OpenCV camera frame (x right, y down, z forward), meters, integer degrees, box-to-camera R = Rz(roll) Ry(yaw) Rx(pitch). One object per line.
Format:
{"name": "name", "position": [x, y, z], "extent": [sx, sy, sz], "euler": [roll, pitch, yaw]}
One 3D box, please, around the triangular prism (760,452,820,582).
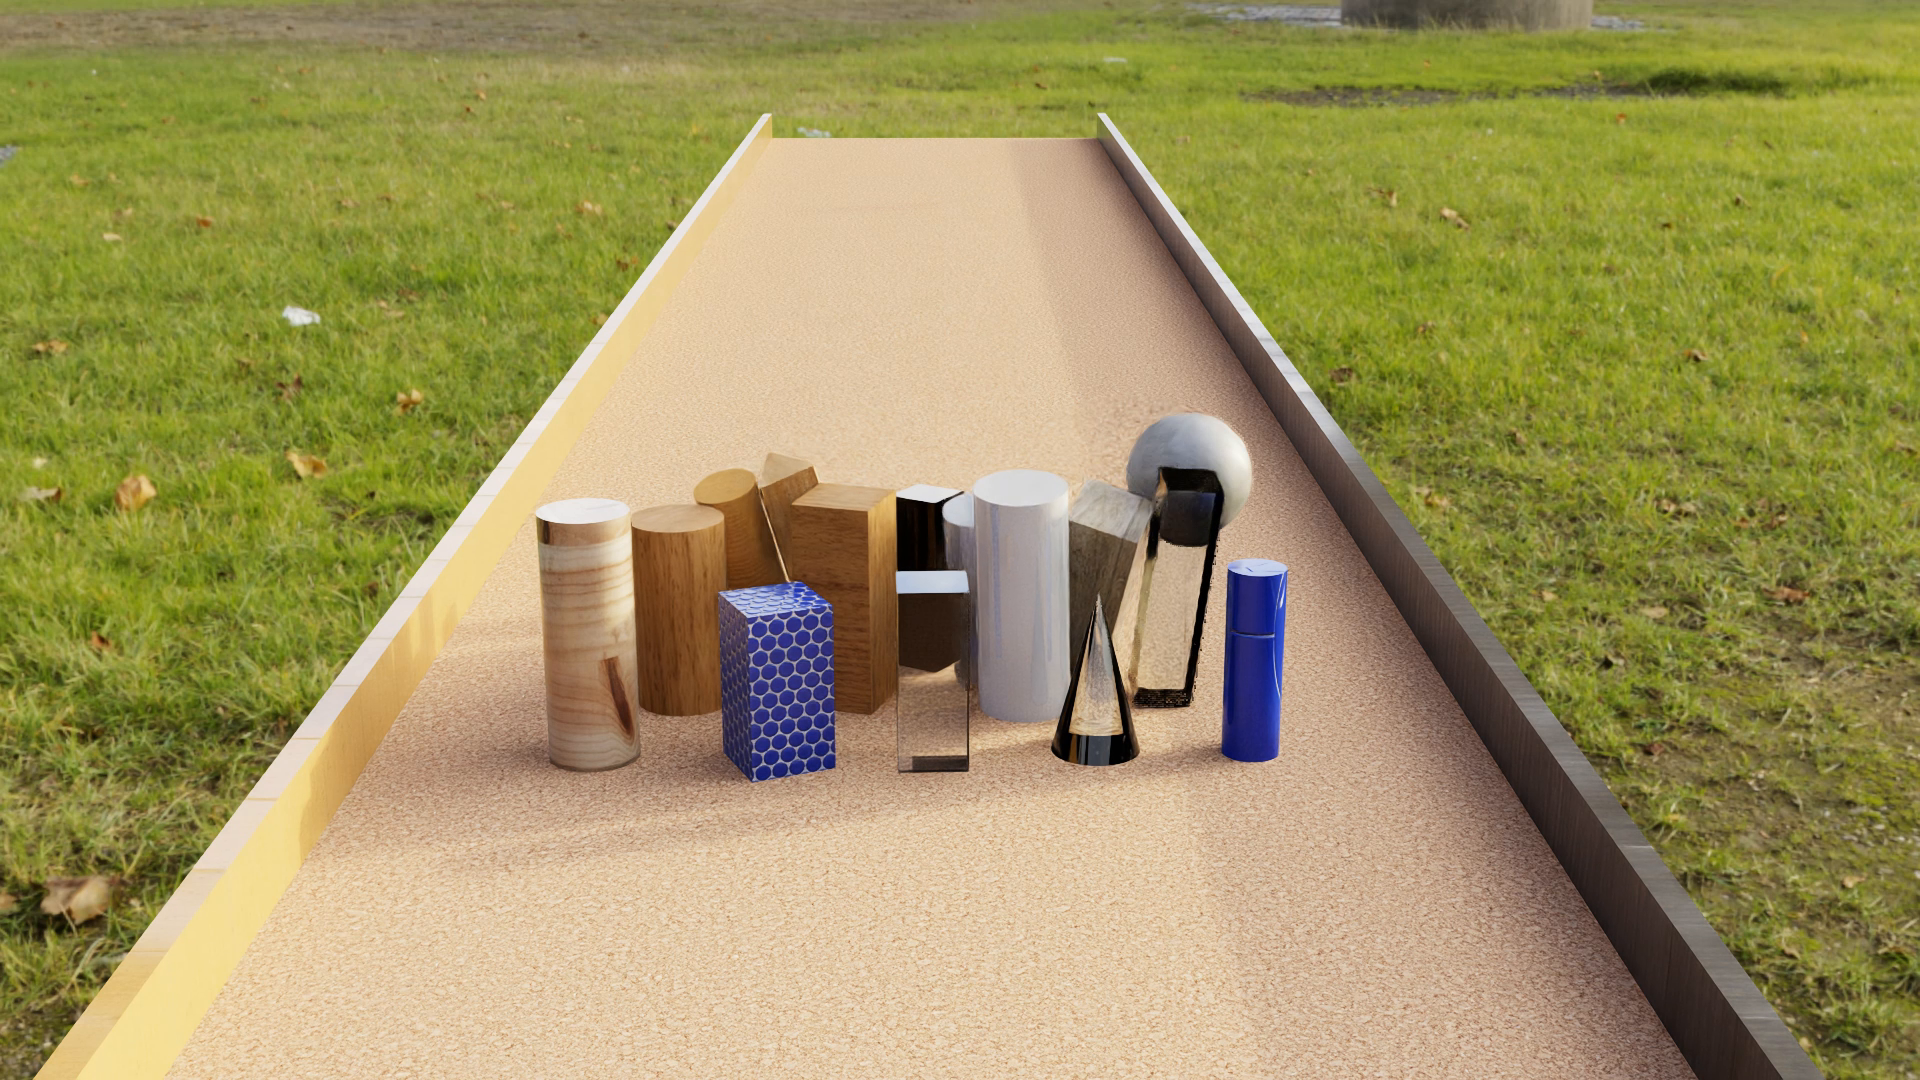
{"name": "triangular prism", "position": [-0.302, 0.028, 4.318], "extent": [0.114, 0.442, 0.099], "euler": [-24, 38, -13]}

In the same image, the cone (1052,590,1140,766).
{"name": "cone", "position": [0.244, 0.231, 3.918], "extent": [0.161, 0.303, 0.161], "euler": [0, 17, 0]}

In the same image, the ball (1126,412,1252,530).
{"name": "ball", "position": [0.440, -0.124, 4.219], "extent": [0.242, 0.242, 0.242], "euler": [0, 17, 0]}

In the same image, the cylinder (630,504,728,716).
{"name": "cylinder", "position": [-0.526, 0.131, 4.147], "extent": [0.179, 0.361, 0.179], "euler": [-1, 18, 0]}

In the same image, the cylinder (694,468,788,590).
{"name": "cylinder", "position": [-0.410, 0.059, 4.305], "extent": [0.123, 0.393, 0.123], "euler": [-10, 32, 6]}

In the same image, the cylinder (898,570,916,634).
{"name": "cylinder", "position": [-0.204, 0.056, 4.461], "extent": [0.140, 0.303, 0.140], "euler": [-12, 44, 12]}

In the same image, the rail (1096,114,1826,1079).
{"name": "rail", "position": [0.932, -0.844, 7.801], "extent": [0.050, 0.150, 12.000], "euler": [0, 17, -1]}

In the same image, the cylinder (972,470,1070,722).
{"name": "cylinder", "position": [0.117, 0.104, 4.076], "extent": [0.174, 0.437, 0.174], "euler": [-2, 24, 1]}

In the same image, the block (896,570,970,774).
{"name": "block", "position": [-0.049, 0.231, 3.868], "extent": [0.124, 0.331, 0.124], "euler": [-1, 17, -2]}

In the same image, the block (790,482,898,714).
{"name": "block", "position": [-0.215, 0.110, 4.155], "extent": [0.152, 0.399, 0.152], "euler": [5, 18, 17]}

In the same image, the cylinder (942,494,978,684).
{"name": "cylinder", "position": [0.037, 0.096, 4.230], "extent": [0.120, 0.364, 0.120], "euler": [-3, 32, 2]}

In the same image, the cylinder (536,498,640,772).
{"name": "cylinder", "position": [-0.652, 0.167, 3.868], "extent": [0.161, 0.454, 0.161], "euler": [0, 17, 0]}

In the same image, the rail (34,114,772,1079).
{"name": "rail", "position": [-1.118, -0.838, 7.780], "extent": [0.050, 0.150, 12.000], "euler": [0, 17, -1]}

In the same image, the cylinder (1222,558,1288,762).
{"name": "cylinder", "position": [0.521, 0.214, 3.901], "extent": [0.104, 0.346, 0.104], "euler": [0, 17, 0]}

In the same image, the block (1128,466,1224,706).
{"name": "block", "position": [0.401, 0.090, 4.112], "extent": [0.105, 0.444, 0.105], "euler": [3, 25, -6]}

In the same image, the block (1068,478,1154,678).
{"name": "block", "position": [0.254, 0.085, 4.206], "extent": [0.139, 0.371, 0.139], "euler": [19, 40, 9]}

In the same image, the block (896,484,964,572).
{"name": "block", "position": [-0.066, 0.068, 4.409], "extent": [0.106, 0.336, 0.106], "euler": [10, 19, 30]}

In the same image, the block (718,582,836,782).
{"name": "block", "position": [-0.322, 0.247, 3.867], "extent": [0.155, 0.302, 0.155], "euler": [-8, 18, -24]}
